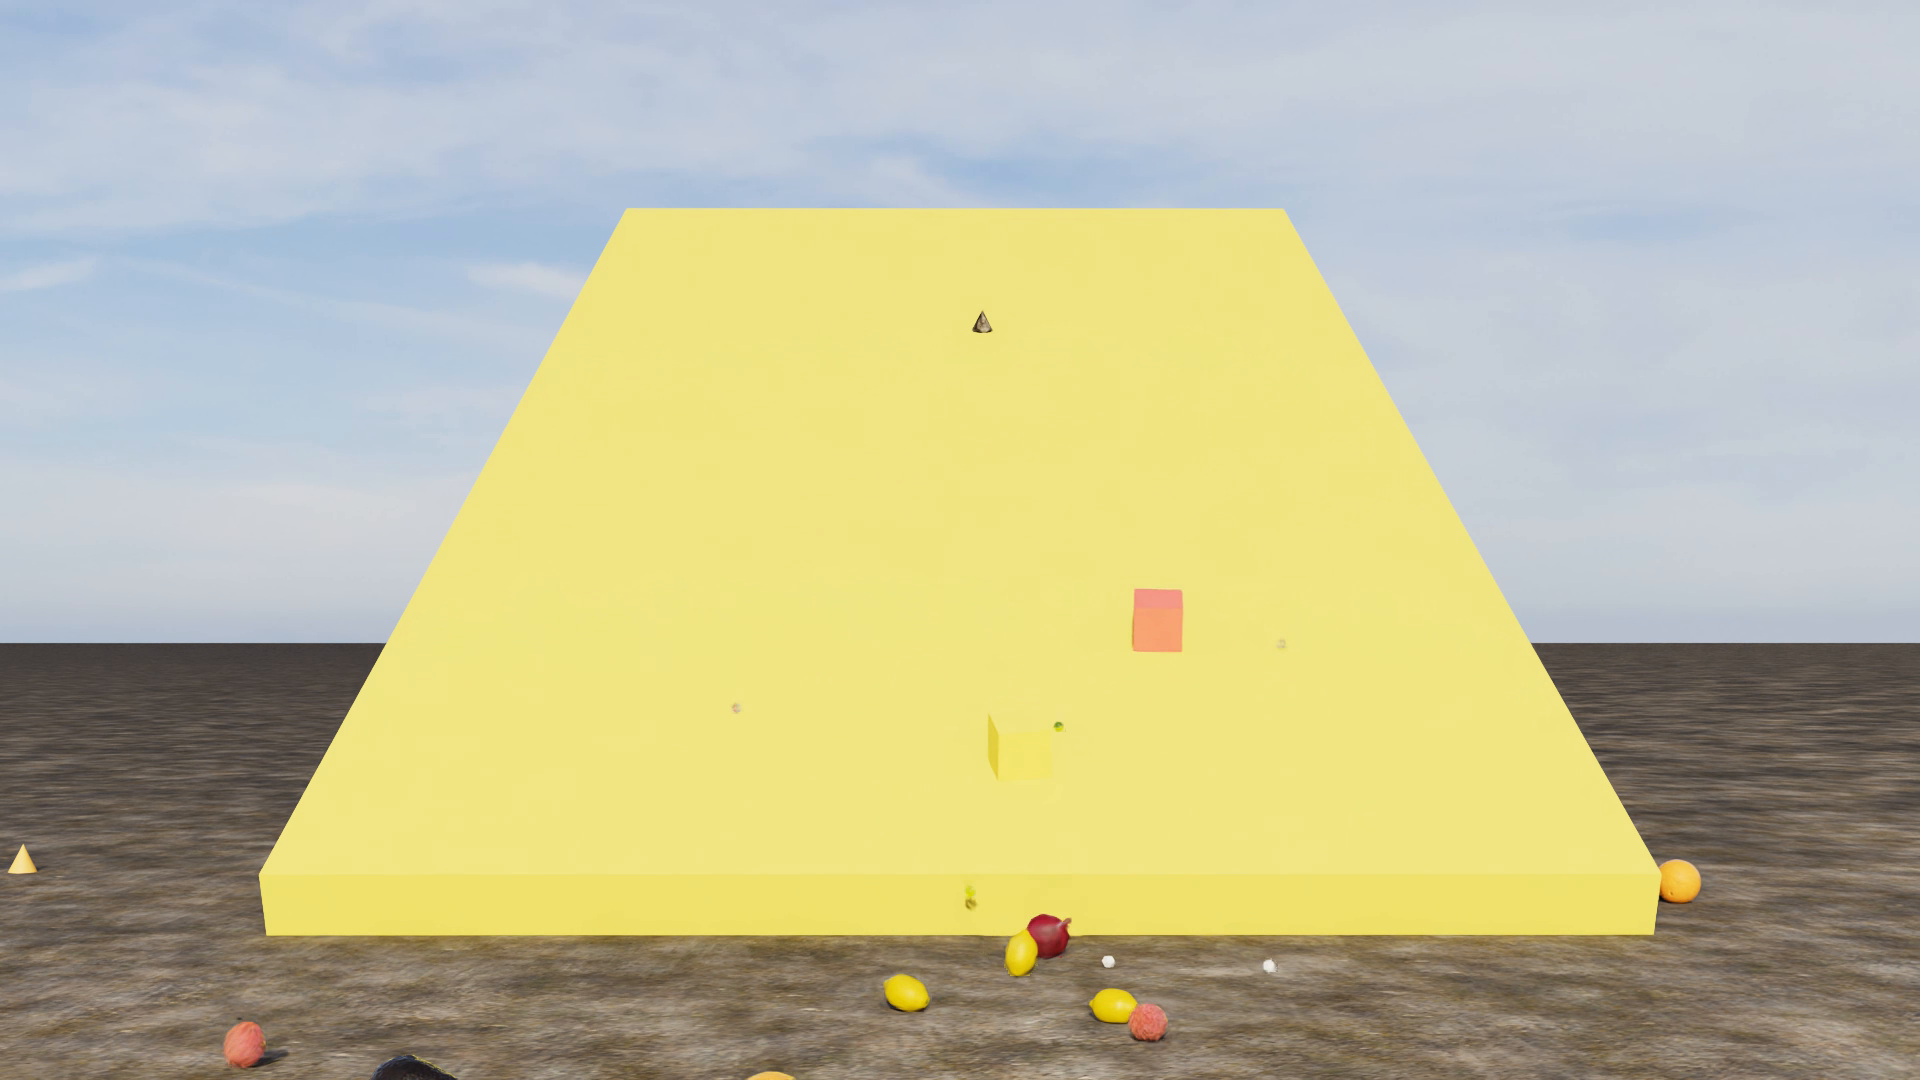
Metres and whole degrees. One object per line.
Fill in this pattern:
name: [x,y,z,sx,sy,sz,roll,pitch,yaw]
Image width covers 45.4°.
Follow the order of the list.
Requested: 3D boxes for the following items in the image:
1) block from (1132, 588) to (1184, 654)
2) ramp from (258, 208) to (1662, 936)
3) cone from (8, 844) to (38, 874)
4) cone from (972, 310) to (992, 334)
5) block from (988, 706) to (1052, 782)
block: [0.345,0.141,3.999,0.085,0.085,0.085,1,22,3]
ramp: [-0.006,-0.220,5.146,2.000,0.100,4.000,0,22,0]
cone: [-1.716,0.582,4.200,0.050,0.050,0.050,0,-2,0]
cone: [0.056,-0.554,5.775,0.053,0.053,0.053,0,22,0]
block: [0.092,0.317,3.559,0.083,0.083,0.083,-4,22,-10]
